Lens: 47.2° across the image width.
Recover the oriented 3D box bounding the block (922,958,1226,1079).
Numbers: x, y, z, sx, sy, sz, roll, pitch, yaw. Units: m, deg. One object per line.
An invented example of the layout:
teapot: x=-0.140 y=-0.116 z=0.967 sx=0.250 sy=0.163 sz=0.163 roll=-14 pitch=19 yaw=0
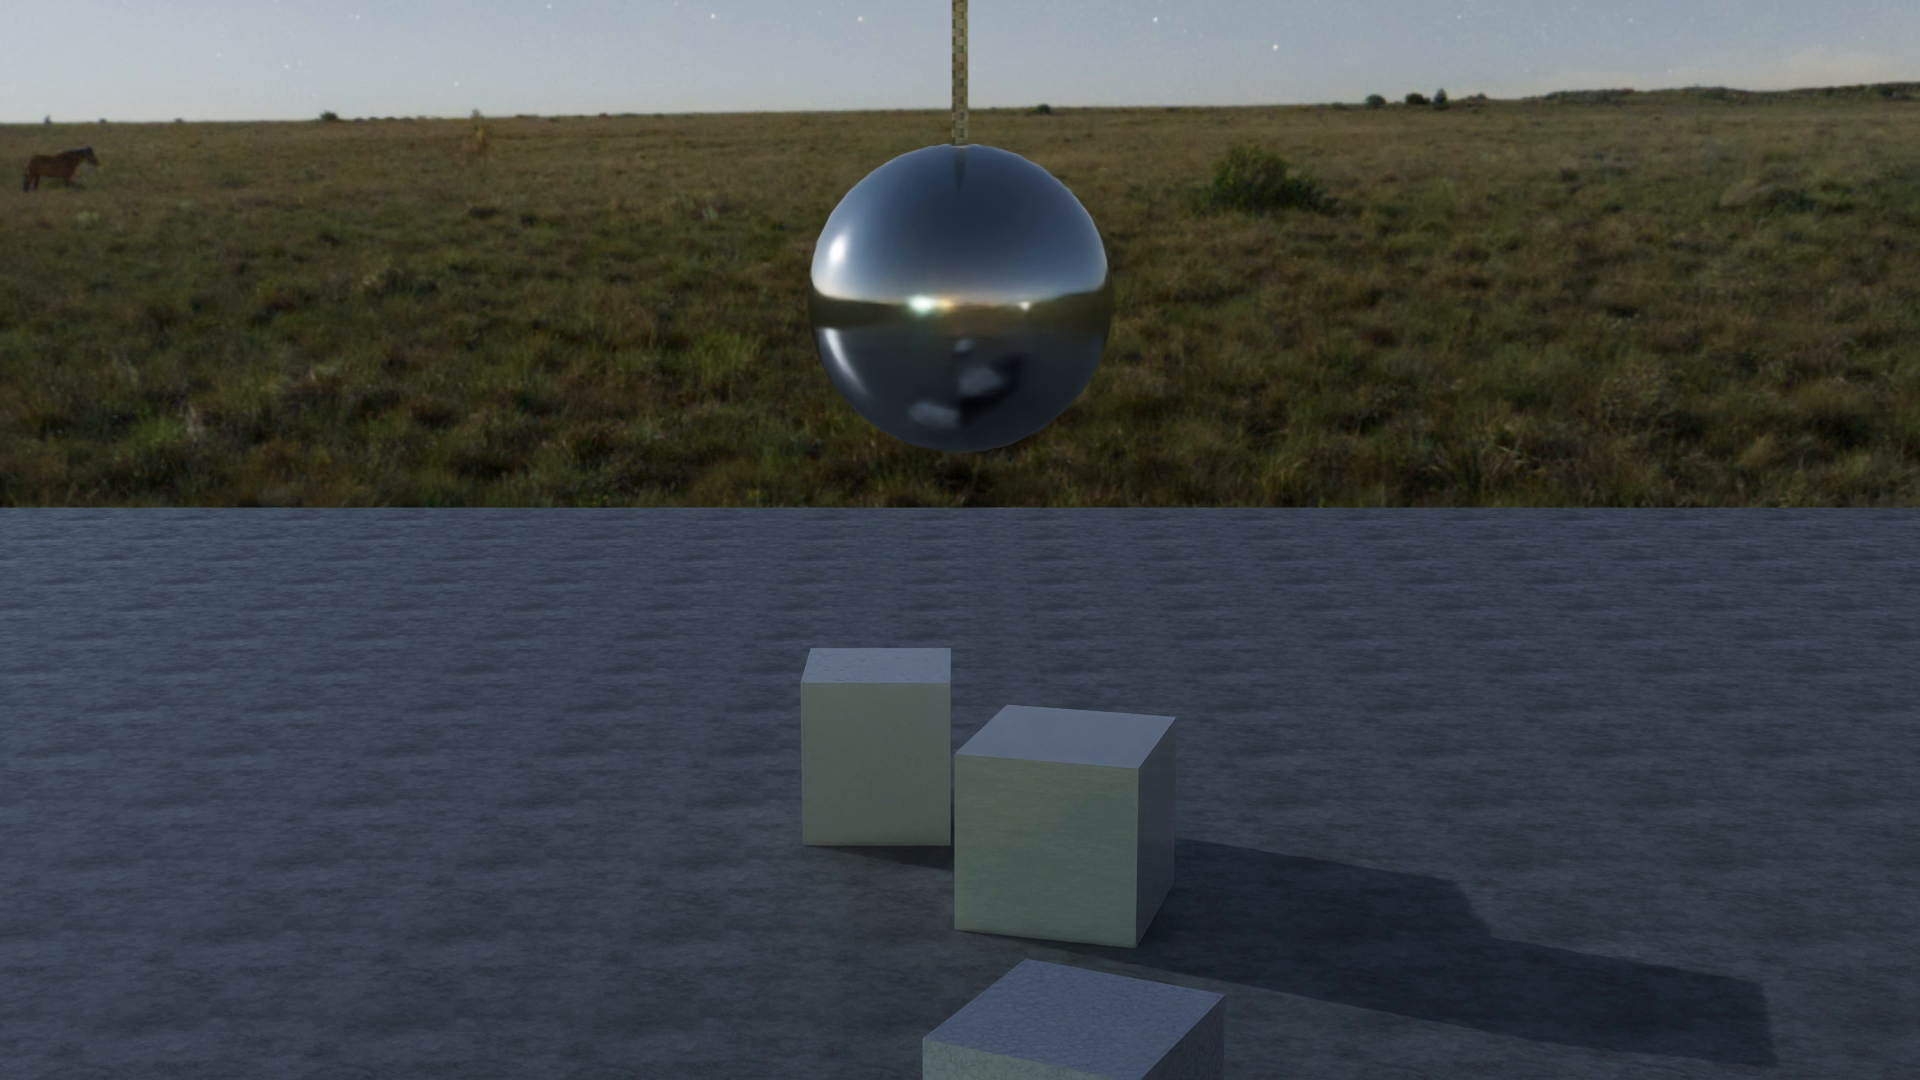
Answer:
block: x=0.380 y=1.890 z=7.148 sx=0.726 sy=0.724 sz=0.770 roll=5 pitch=11 yaw=26

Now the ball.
ball: x=0.000 y=-1.256 z=11.461 sx=1.600 sy=1.600 sz=1.600 roll=0 pitch=10 yaw=0

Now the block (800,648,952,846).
block: x=-0.420 y=1.058 z=11.387 sx=0.745 sy=0.844 sz=0.760 roll=0 pitch=10 yaw=0

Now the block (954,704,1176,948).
block: x=0.500 y=1.296 z=10.143 sx=0.831 sy=0.821 sz=0.902 roll=3 pitch=11 yaw=16

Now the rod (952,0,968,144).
rod: x=0.000 y=-4.539 z=10.576 sx=0.080 sy=5.200 sz=0.080 roll=0 pitch=15 yaw=0
